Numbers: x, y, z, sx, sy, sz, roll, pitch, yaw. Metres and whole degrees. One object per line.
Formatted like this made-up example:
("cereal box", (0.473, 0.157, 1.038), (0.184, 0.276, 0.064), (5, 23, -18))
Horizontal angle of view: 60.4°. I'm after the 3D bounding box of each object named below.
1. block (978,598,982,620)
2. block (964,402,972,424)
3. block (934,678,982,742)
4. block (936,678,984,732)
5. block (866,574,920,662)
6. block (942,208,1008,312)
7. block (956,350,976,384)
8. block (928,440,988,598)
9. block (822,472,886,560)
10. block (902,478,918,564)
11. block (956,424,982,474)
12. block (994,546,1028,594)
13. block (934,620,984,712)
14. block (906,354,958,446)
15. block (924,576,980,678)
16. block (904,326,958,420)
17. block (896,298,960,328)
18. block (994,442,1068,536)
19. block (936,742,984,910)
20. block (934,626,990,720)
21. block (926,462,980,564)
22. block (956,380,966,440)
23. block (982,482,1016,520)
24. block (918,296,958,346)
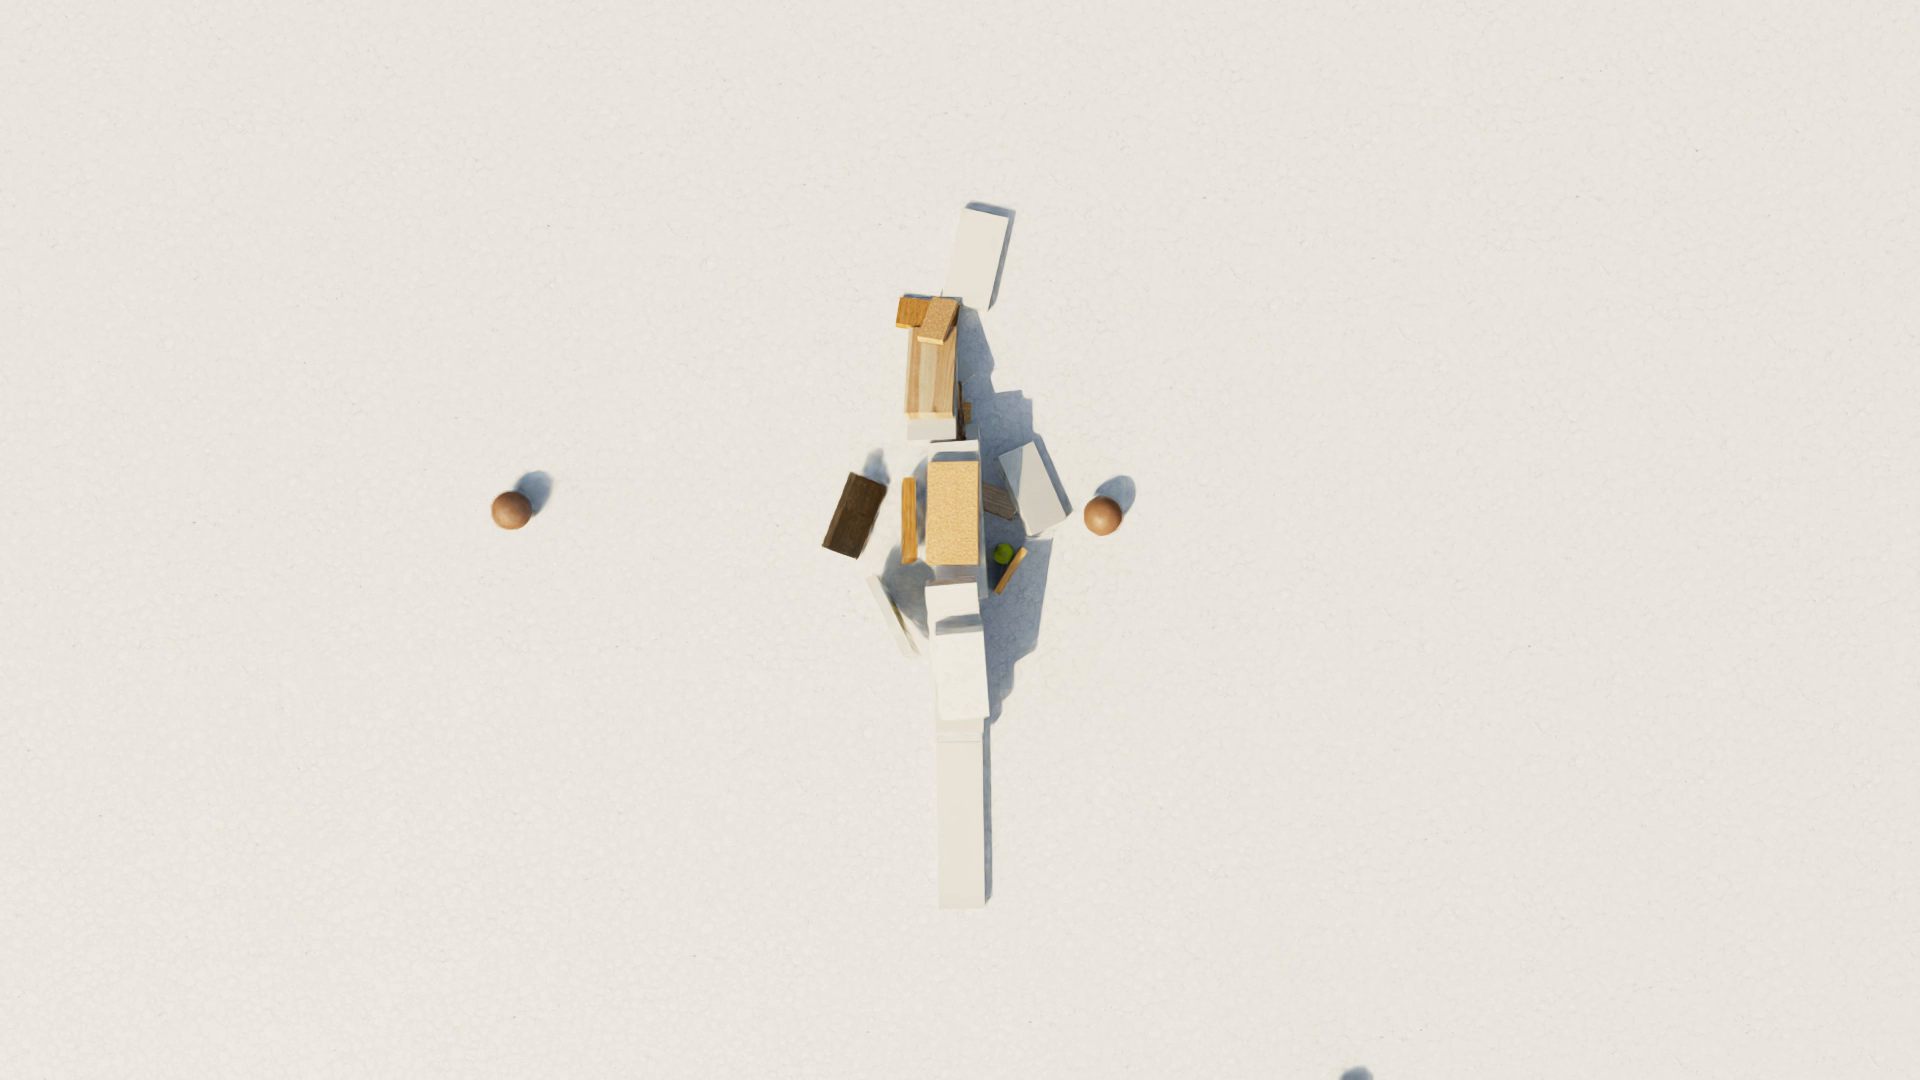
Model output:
("block", (-0.005, 0.319, 5.442), (0.155, 0.044, 0.311), (-2, 78, 0))
("block", (0.012, -0.411, 5.486), (0.047, 0.013, 0.095), (3, 81, 0))
("block", (-0.006, 0.511, 5.446), (0.155, 0.044, 0.310), (0, 78, 0))
("block", (-0.003, 0.468, 5.366), (0.155, 0.044, 0.311), (-1, 91, 0))
("block", (-0.218, 0.254, 5.395), (0.037, 0.131, 0.287), (-28, 74, 4))
("block", (0.049, -0.929, 5.478), (0.157, 0.044, 0.314), (13, 90, 0))
("block", (-0.050, -0.599, 5.486), (0.100, 0.028, 0.201), (-40, 90, 0))
("block", (-0.006, -0.062, 5.292), (0.162, 0.046, 0.506), (-4, 86, 6))
("block", (-0.349, -0.079, 5.444), (0.131, 0.037, 0.263), (21, 90, -40))
("block", (-0.167, -0.063, 5.385), (0.037, 0.131, 0.263), (0, 81, -6))
("block", (-0.001, -0.185, 5.394), (0.141, 0.040, 0.384), (-3, 82, 6))
("block", (0.166, 0.101, 5.457), (0.024, 0.086, 0.172), (32, 90, 0))
("block", (0.002, 0.405, 5.264), (0.152, 0.043, 0.303), (-3, 113, -1))
("block", (-0.089, -0.460, 5.388), (0.157, 0.044, 0.314), (-2, 68, 6))
("block", (-0.017, 0.280, 5.258), (0.162, 0.046, 0.325), (-5, 113, 0))
("block", (-0.095, -0.546, 5.376), (0.157, 0.044, 0.314), (0, 68, 7))
("block", (-0.108, -0.742, 5.468), (0.201, 0.028, 0.100), (8, 68, 0))
("block", (0.233, -0.169, 5.455), (0.141, 0.040, 0.282), (-24, 90, -22))
("block", (0.001, 0.892, 5.479), (0.152, 0.043, 0.658), (-1, 90, 0))
("block", (0.007, 0.422, 5.225), (0.152, 0.043, 0.303), (-5, 113, 0))
("block", (-0.023, -0.085, 5.248), (0.162, 0.046, 0.325), (0, 86, 6))
("block", (-0.038, -0.421, 5.405), (0.100, 0.028, 0.201), (-6, 67, 5))
("block", (0.107, -0.135, 5.468), (0.172, 0.024, 0.086), (21, 73, 5))
("block", (-0.072, -0.719, 5.410), (0.086, 0.024, 0.172), (11, 59, 14))
